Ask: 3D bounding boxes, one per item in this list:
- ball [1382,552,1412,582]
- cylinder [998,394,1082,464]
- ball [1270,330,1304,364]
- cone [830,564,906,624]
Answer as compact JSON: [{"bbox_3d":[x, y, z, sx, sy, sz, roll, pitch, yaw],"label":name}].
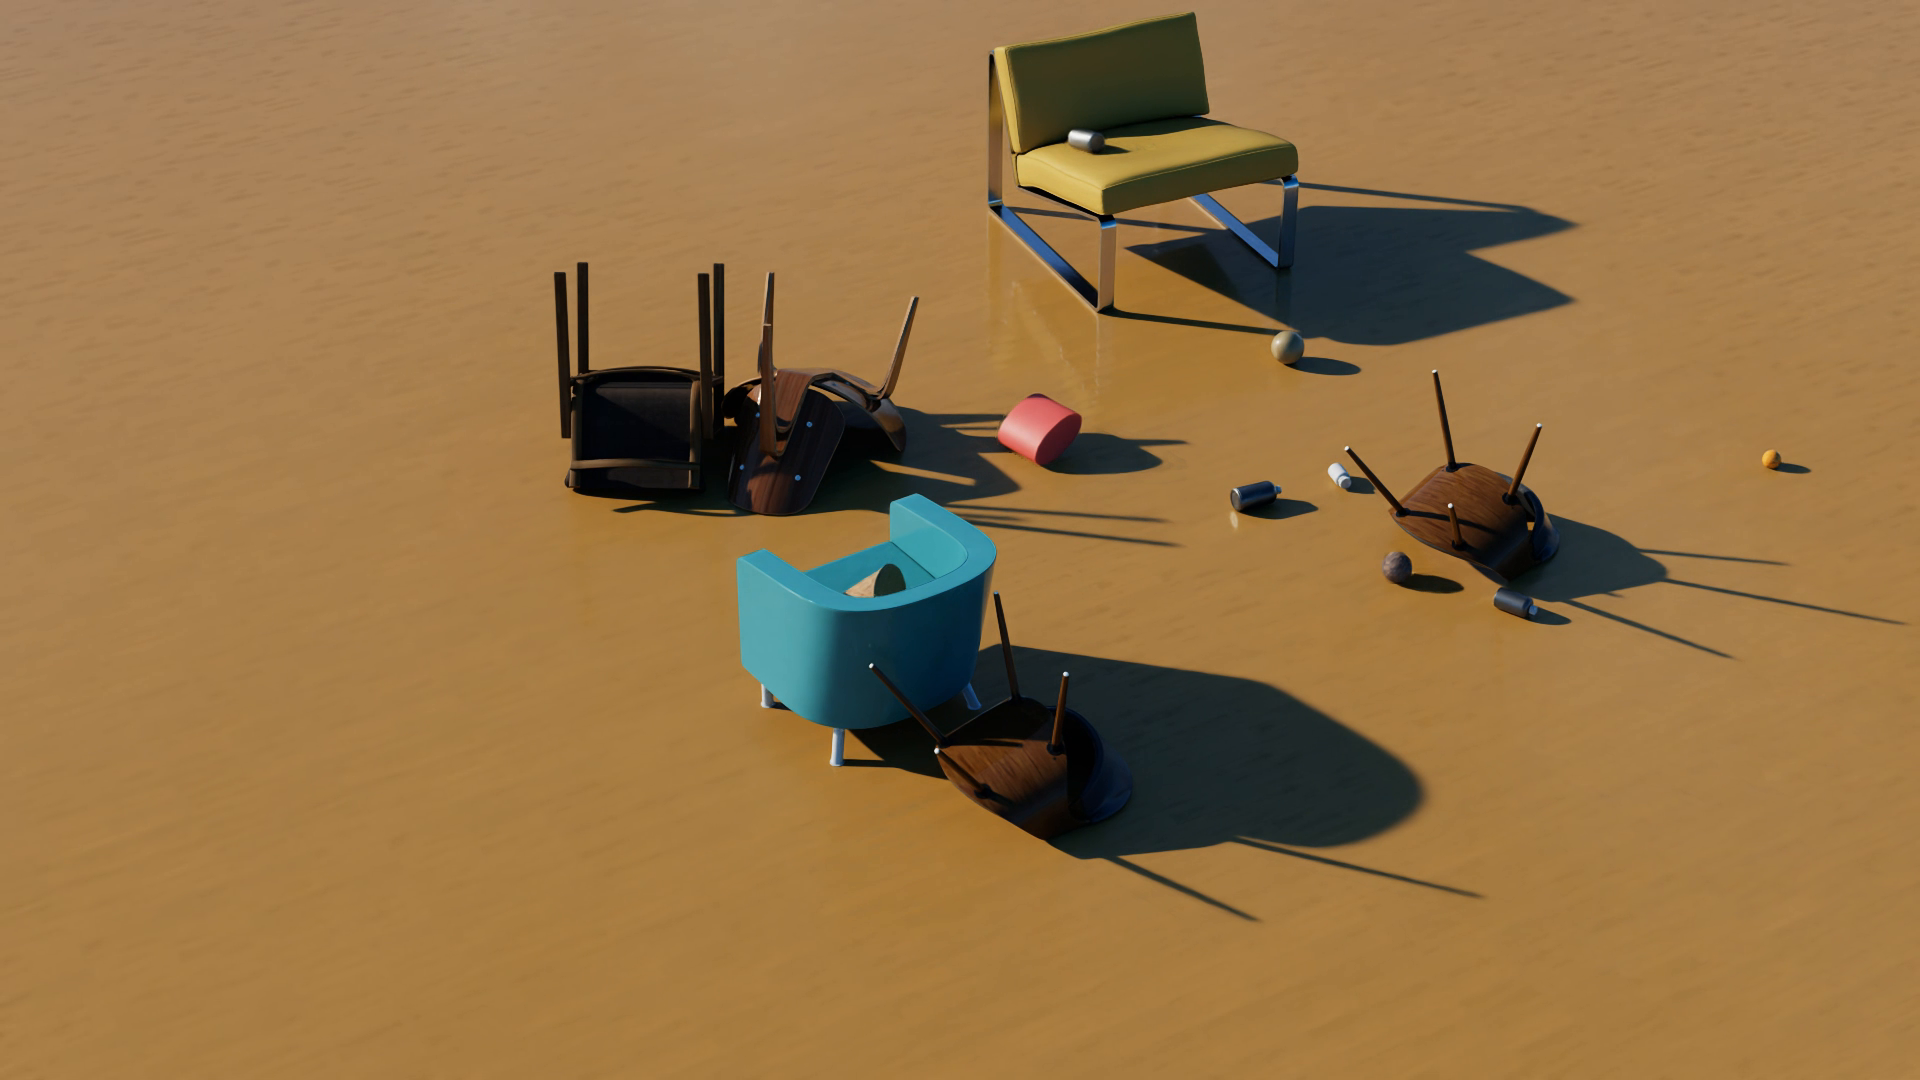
[{"bbox_3d":[1.593,0.097,10.694,0.113,0.113,0.113,0,33,0],"label":"ball"},{"bbox_3d":[0.312,-0.434,11.446,0.266,0.151,0.211,-44,50,-18],"label":"cylinder"},{"bbox_3d":[1.343,-0.790,12.018,0.138,0.138,0.138,0,33,0],"label":"ball"},{"bbox_3d":[-0.333,0.192,9.776,0.236,0.185,0.223,-7,40,31],"label":"cone"}]
